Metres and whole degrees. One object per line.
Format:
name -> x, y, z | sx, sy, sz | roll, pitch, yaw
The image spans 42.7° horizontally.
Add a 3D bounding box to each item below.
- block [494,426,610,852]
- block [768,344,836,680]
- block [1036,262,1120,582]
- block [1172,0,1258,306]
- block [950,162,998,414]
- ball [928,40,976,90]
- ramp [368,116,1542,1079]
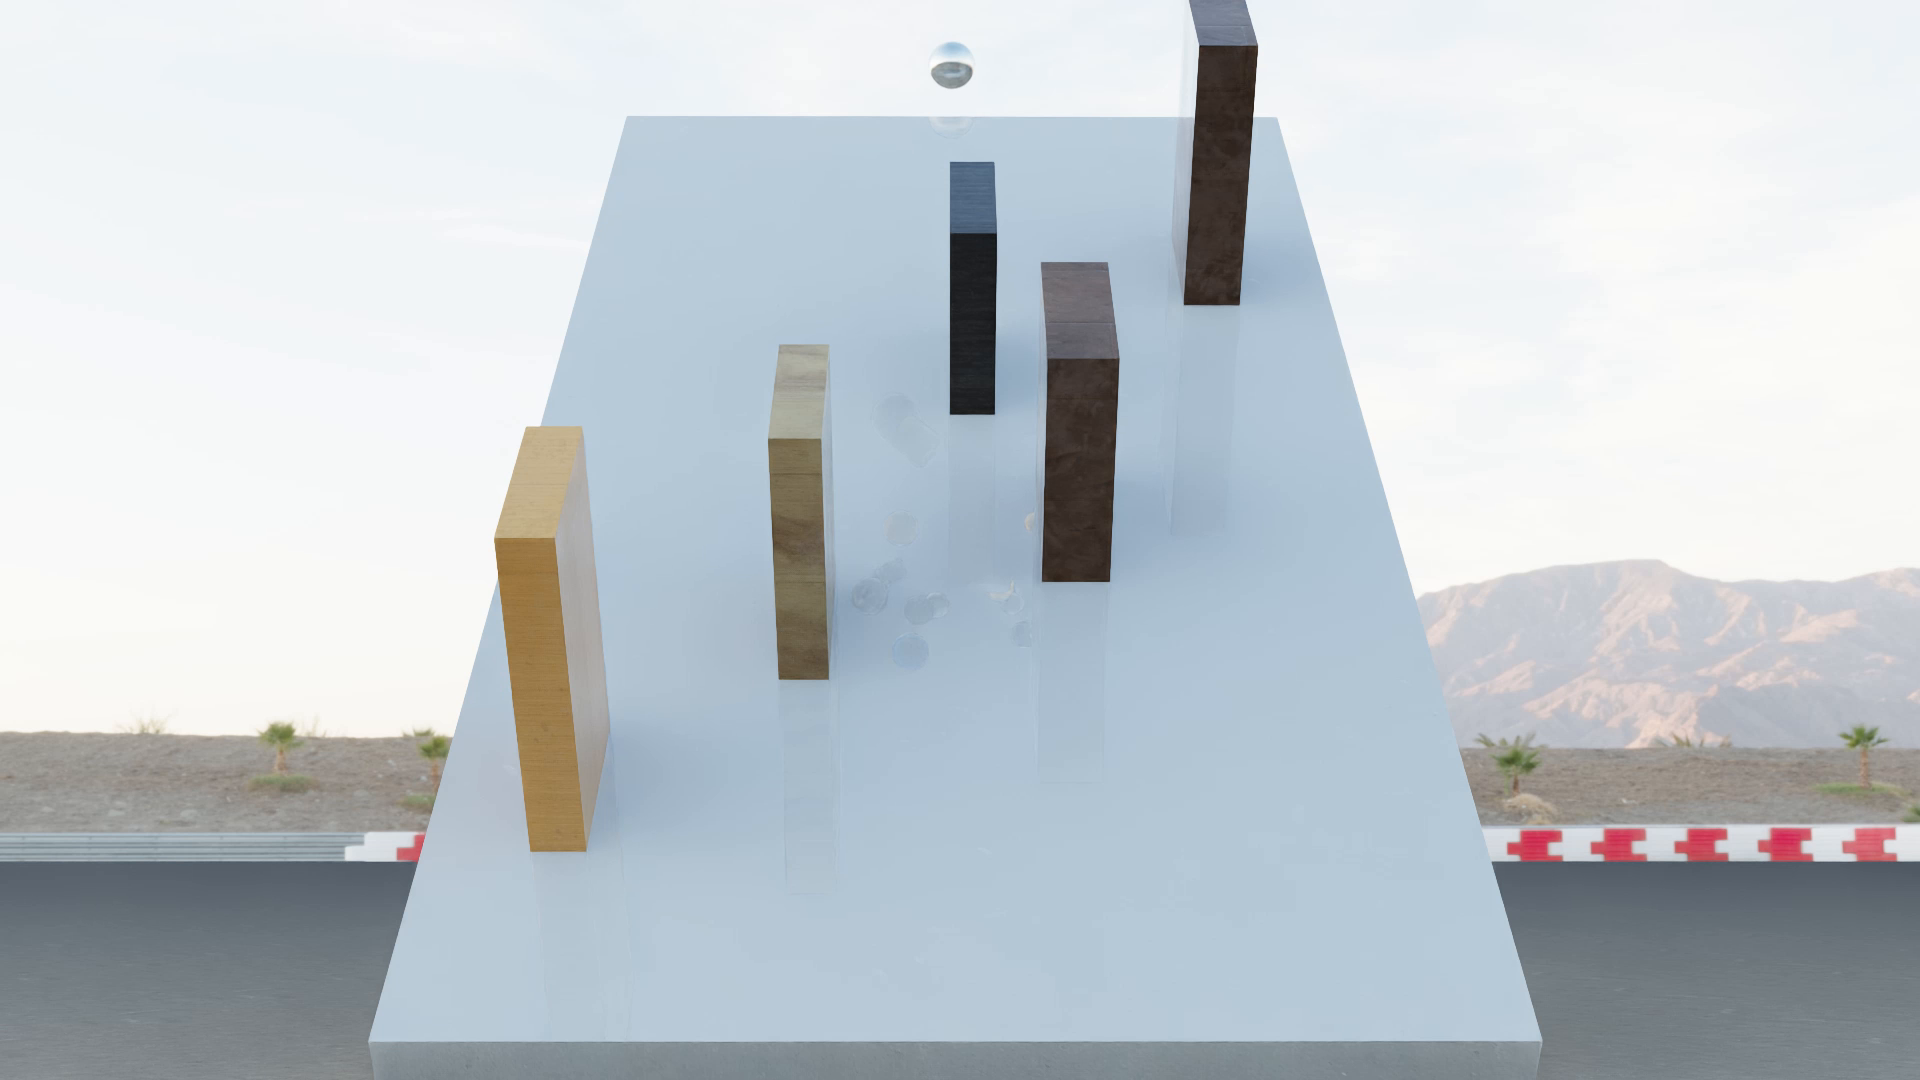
block -> -0.752, 0.186, 4.571 | 0.105, 0.697, 0.385 | 0, 33, 0
block -> -0.322, -0.058, 5.068 | 0.103, 0.575, 0.386 | 0, 33, 0
block -> 0.254, -0.263, 5.412 | 0.149, 0.554, 0.449 | 0, 33, 0
block -> 0.665, -1.038, 6.470 | 0.148, 0.722, 0.423 | 0, 33, 0
block -> 0.030, -0.621, 6.032 | 0.110, 0.487, 0.409 | 0, 33, 0
ball -> -0.026, -1.493, 7.720 | 0.149, 0.149, 0.149 | 0, -7, 0
ramp -> -0.015, -0.183, 5.891 | 2.000, 0.100, 4.000 | 0, 33, 0
